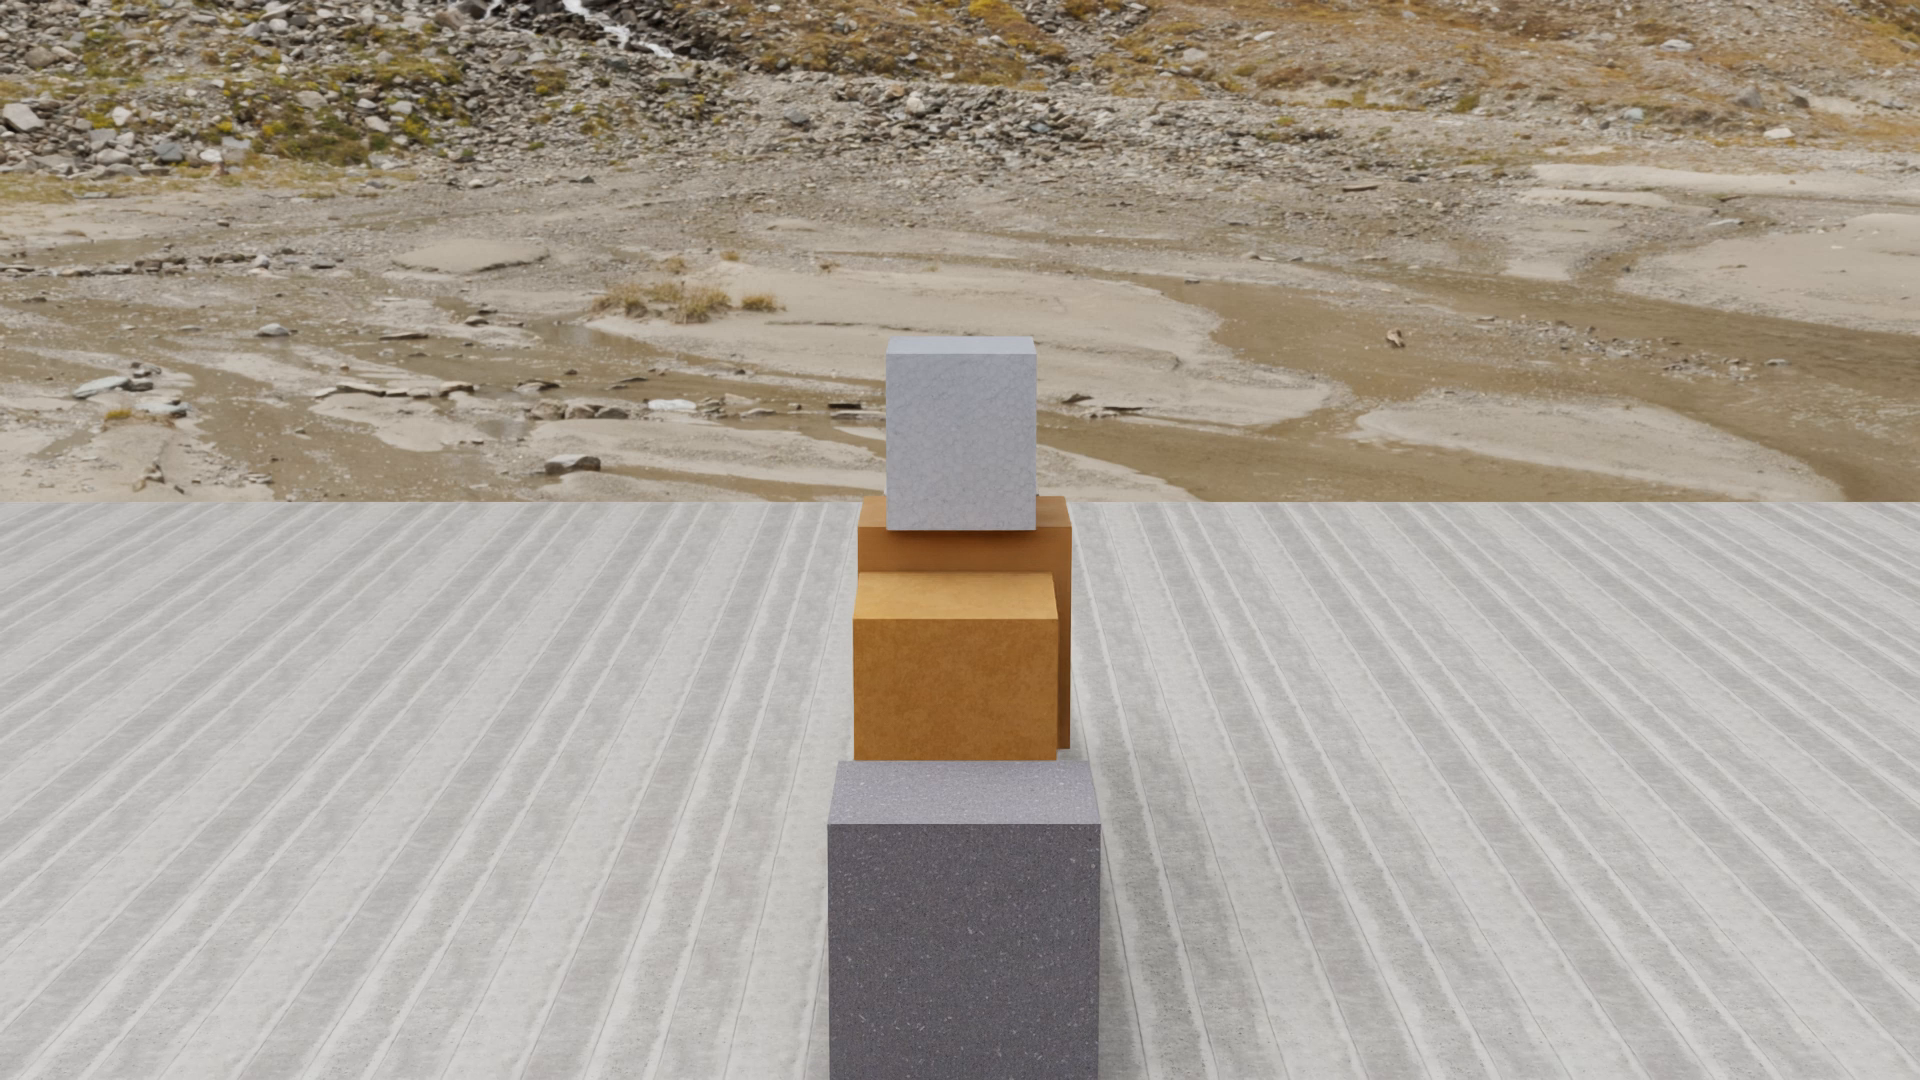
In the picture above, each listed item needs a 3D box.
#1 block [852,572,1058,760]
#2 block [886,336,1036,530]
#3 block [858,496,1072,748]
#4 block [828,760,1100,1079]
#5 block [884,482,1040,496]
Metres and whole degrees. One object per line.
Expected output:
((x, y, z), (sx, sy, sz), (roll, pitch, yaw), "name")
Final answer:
((-0.017, 0.579, 10.184), (0.782, 0.753, 0.690), (0, 14, 0), "block")
((0.005, -0.453, 10.645), (0.604, 0.717, 0.679), (0, 10, 0), "block")
((0.019, 0.337, 10.920), (0.875, 0.934, 0.772), (0, 10, 0), "block")
((0.014, 1.372, 9.390), (0.949, 0.940, 0.834), (0, 10, 0), "block")
((0.006, 0.134, 11.652), (0.682, 0.813, 0.730), (0, 11, 0), "block")
